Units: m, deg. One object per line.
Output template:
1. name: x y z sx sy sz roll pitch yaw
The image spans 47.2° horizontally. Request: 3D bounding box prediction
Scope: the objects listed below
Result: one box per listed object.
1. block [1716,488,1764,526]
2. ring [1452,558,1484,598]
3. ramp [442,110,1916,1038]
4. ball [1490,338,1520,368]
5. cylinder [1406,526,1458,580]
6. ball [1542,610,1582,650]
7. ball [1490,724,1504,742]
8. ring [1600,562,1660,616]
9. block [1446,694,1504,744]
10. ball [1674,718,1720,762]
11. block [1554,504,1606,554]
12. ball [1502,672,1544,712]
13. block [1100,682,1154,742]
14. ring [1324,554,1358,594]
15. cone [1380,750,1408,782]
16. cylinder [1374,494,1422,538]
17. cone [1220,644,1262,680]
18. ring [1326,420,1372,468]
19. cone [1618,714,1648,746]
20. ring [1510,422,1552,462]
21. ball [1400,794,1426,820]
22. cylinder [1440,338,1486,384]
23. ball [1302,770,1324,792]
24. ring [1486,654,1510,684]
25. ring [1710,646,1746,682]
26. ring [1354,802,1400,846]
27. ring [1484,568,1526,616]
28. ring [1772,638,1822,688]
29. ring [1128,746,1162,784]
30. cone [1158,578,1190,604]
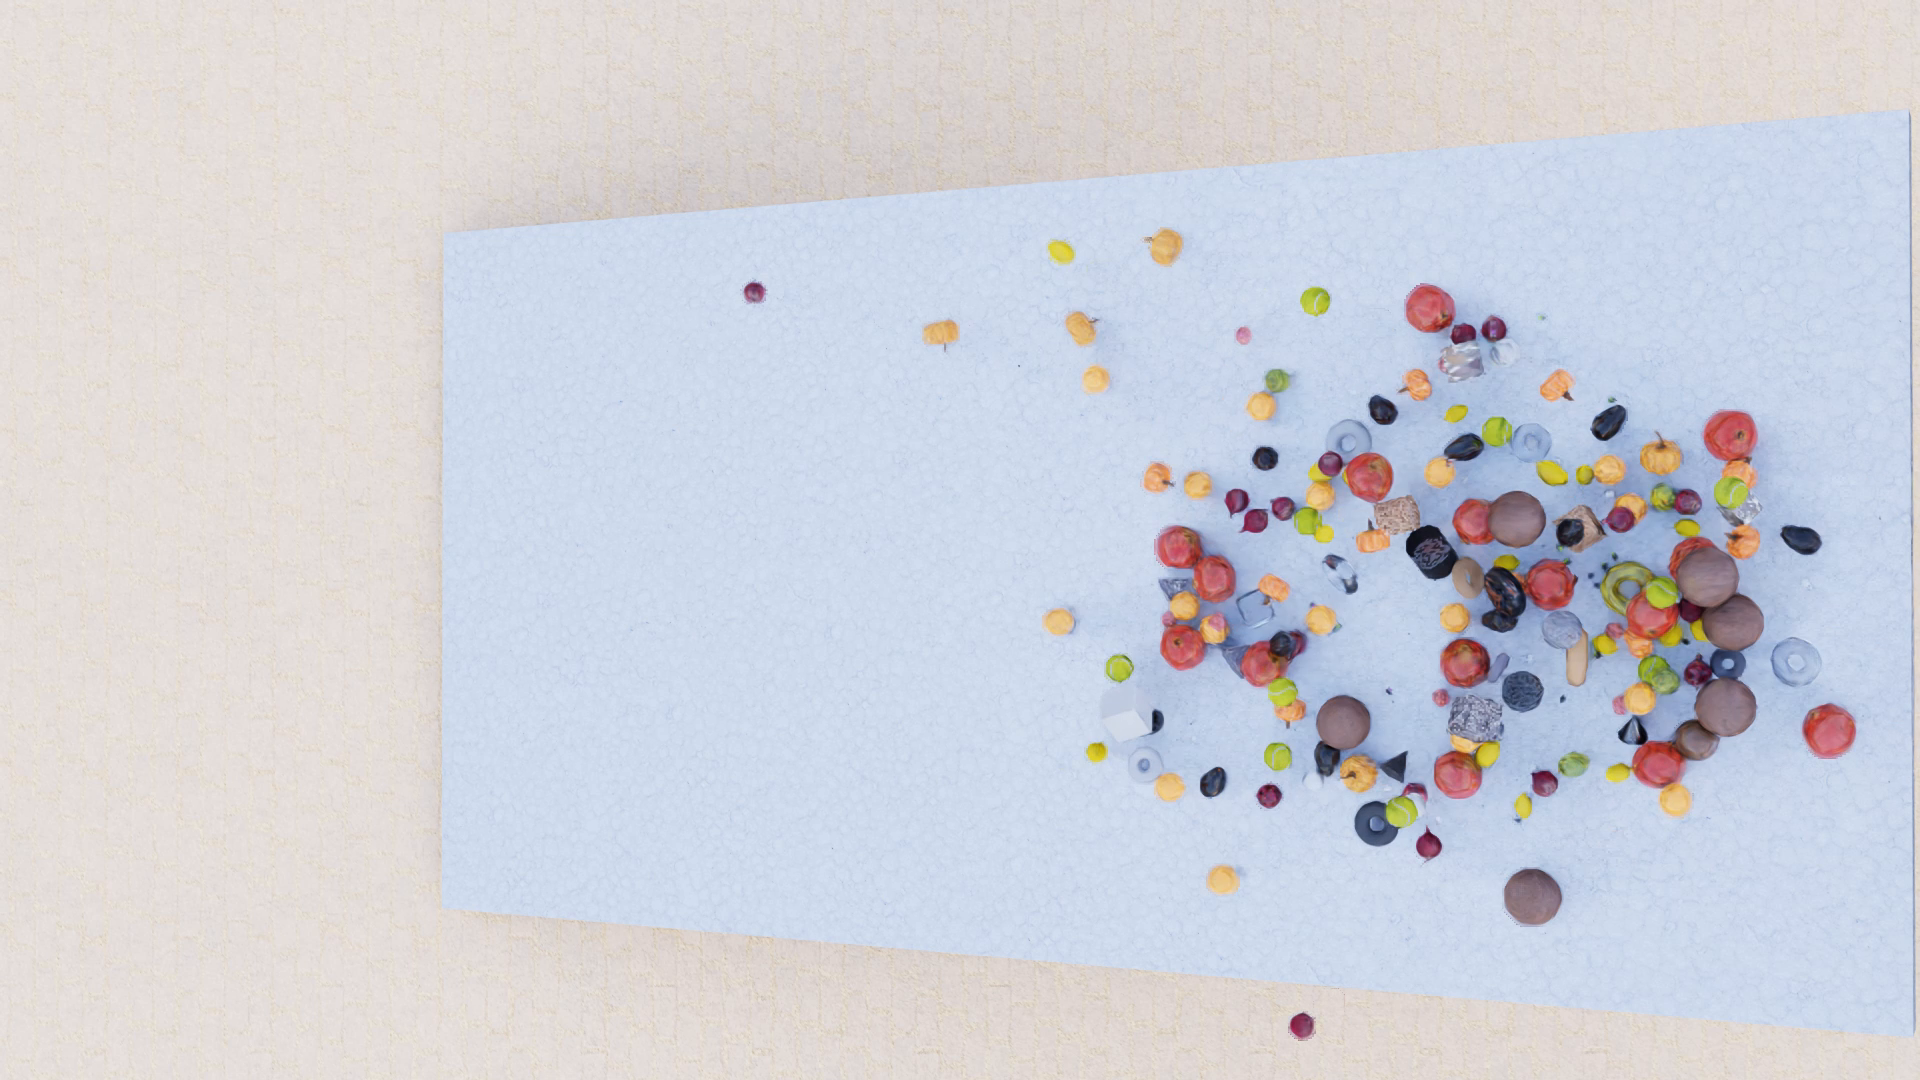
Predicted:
1. block: 1.717 -0.072 4.843 0.058 0.058 0.058 -44 95 -9
2. ring: 1.183 0.088 5.117 0.098 0.033 0.098 10 74 -37
3. ramp: 0.280 0.080 5.671 4.000 0.100 2.000 0 89 26
4. ball: 1.261 -0.432 5.087 0.067 0.067 0.067 0 89 0
5. cylinder: 1.099 0.030 5.125 0.091 0.091 0.091 -45 129 0
6. ball: 1.344 0.201 4.907 0.088 0.088 0.088 0 89 0
7. ball: 1.238 0.445 5.106 0.053 0.053 0.053 0 89 0
8. ring: 1.514 0.111 4.970 0.128 0.043 0.128 5 103 22
9. block: 1.177 0.410 5.029 0.082 0.082 0.082 19 74 -15
10. ball: 1.636 0.443 4.884 0.095 0.095 0.095 0 89 0
11. block: 1.412 -0.025 5.006 0.076 0.076 0.076 -35 67 22
12. ball: 1.279 0.345 5.000 0.093 0.093 0.093 0 89 0
13. block: 0.413 0.425 5.425 0.092 0.092 0.092 -20 127 25
14. ring: 0.908 0.081 5.247 0.037 0.112 0.112 -36 89 -3
15. cone: 1.042 0.526 5.214 0.069 0.069 0.069 38 78 0
16. cylinder: 1.028 -0.056 5.164 0.082 0.082 0.082 -17 89 30
17. cone: 0.702 0.278 5.380 0.092 0.092 0.092 -34 89 -5
18. ring: 0.932 -0.232 5.274 0.115 0.038 0.115 -1 88 27
19. cone: 1.516 0.415 4.945 0.067 0.067 0.067 -9 127 0
20. ring: 1.320 -0.225 5.085 0.093 0.031 0.093 -1 87 26
21. ball: 1.046 0.614 5.073 0.059 0.059 0.059 0 89 0
22. cylinder: 1.161 -0.412 5.075 0.084 0.084 0.084 -19 85 0
23. ball: 0.851 0.579 5.298 0.051 0.051 0.051 0 89 0
24. ring: 1.232 0.293 5.037 0.026 0.078 0.078 31 89 14
25. ring: 1.707 0.275 4.890 0.077 0.026 0.077 -1 89 28
26. ring: 0.992 0.676 5.235 0.108 0.036 0.108 0 89 25
27. ring: 1.239 0.118 4.998 0.041 0.123 0.123 -28 89 -14
28. ring: 1.828 0.267 4.808 0.037 0.111 0.111 -11 89 -43
29. ring: 0.463 0.562 5.501 0.094 0.031 0.094 -1 87 30
30. cone: 0.540 0.114 5.468 0.071 0.071 0.071 -24 89 -3
